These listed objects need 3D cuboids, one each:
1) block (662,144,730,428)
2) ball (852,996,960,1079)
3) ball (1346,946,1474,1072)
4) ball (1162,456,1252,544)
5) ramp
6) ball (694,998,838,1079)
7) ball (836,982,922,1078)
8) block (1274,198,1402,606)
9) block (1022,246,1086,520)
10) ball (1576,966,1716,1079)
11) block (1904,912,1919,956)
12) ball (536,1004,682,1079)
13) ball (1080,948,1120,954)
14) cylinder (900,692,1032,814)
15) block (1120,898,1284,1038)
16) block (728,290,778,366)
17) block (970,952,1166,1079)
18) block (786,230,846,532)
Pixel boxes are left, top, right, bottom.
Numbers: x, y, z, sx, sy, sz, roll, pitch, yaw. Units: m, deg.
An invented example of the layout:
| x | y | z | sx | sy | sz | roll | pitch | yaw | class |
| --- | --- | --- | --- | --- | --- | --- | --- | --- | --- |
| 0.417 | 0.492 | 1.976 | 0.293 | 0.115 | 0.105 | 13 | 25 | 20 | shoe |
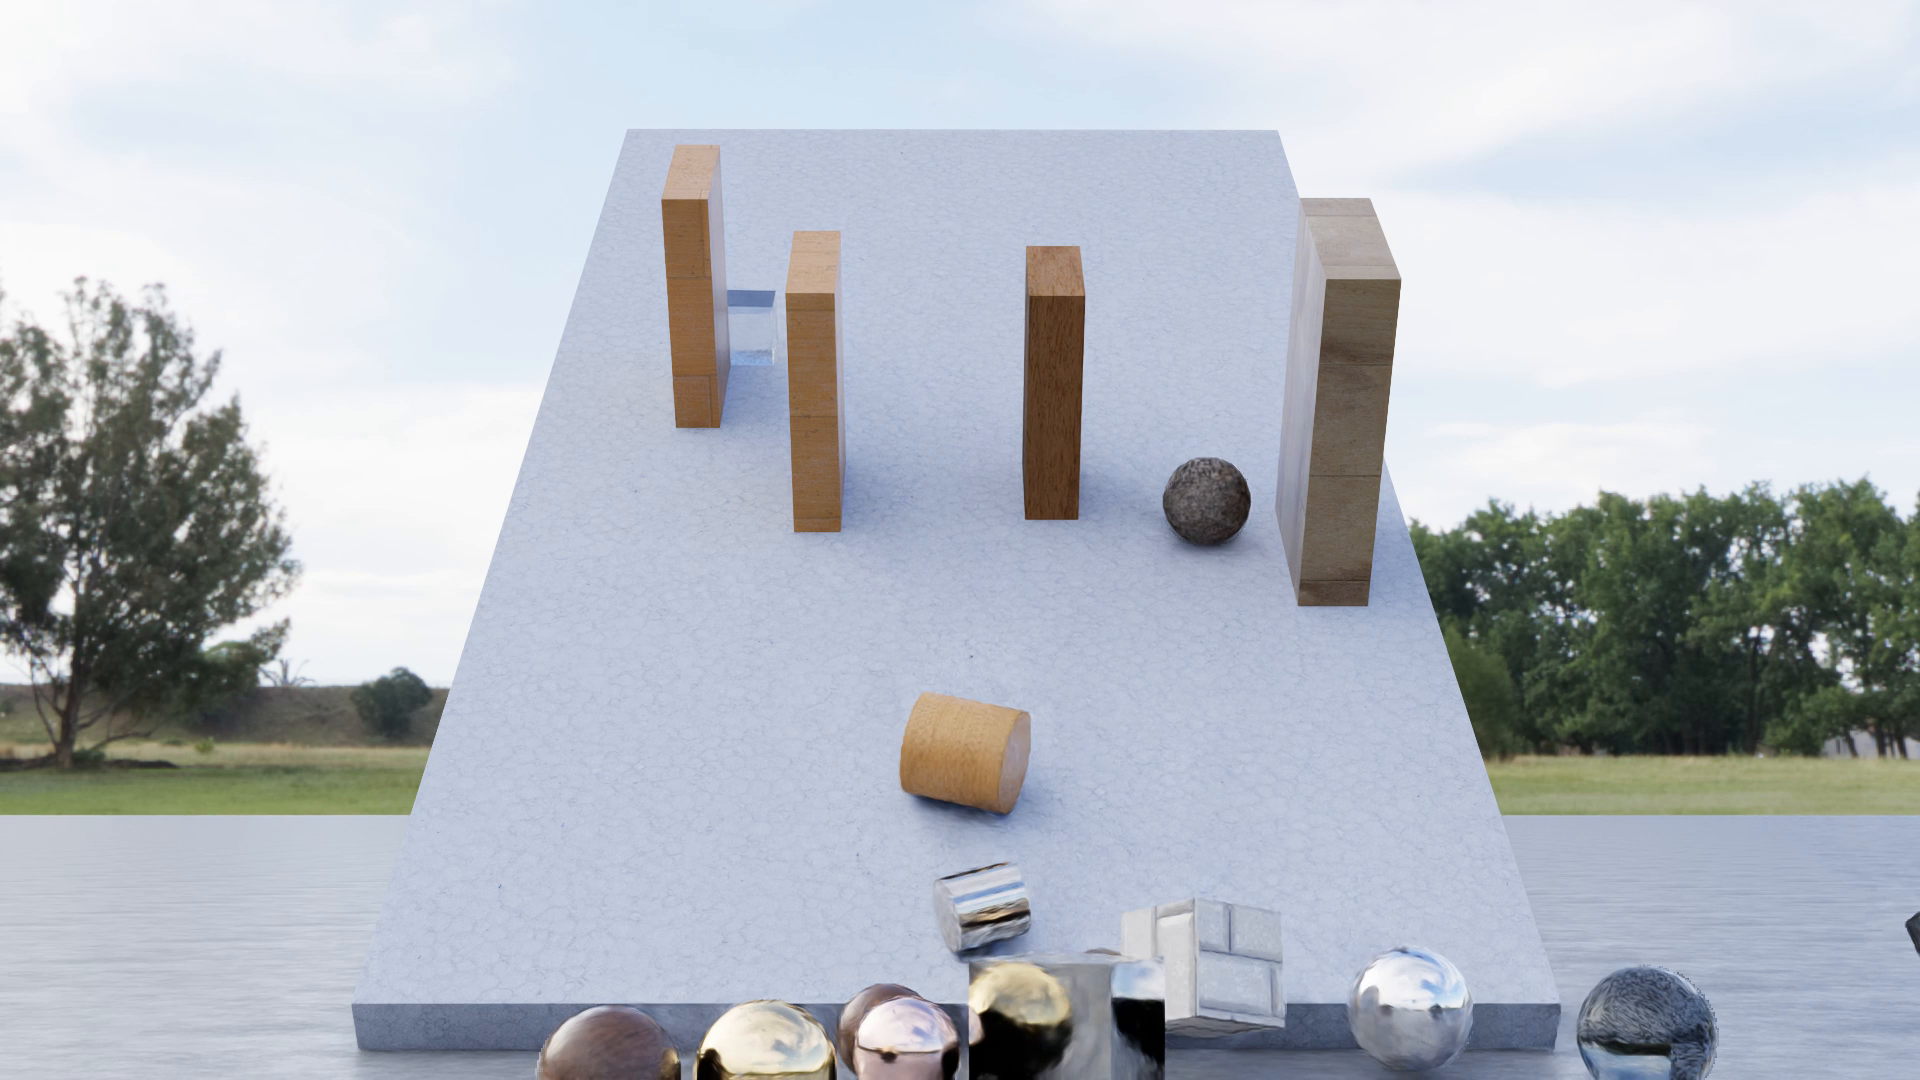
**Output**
| x | y | z | sx | sy | sz | roll | pitch | yaw | class |
| --- | --- | --- | --- | --- | --- | --- | --- | --- | --- |
| -0.622 | -0.602 | 5.749 | 0.105 | 0.581 | 0.335 | 0 | 30 | 0 | block |
| -0.070 | 0.672 | 3.184 | 0.144 | 0.144 | 0.144 | 0 | -6 | 0 | ball |
| 0.688 | 0.717 | 3.705 | 0.190 | 0.190 | 0.190 | 0 | -6 | 0 | ball |
| 0.537 | -0.085 | 5.263 | 0.190 | 0.190 | 0.190 | 0 | -6 | 0 | ball |
| -0.014 | -0.206 | 5.750 | 2.000 | 0.100 | 4.000 | 0 | 30 | 0 | ramp |
| -0.232 | 0.637 | 2.899 | 0.173 | 0.173 | 0.173 | 0 | -6 | 0 | ball |
| -0.107 | 0.718 | 3.515 | 0.147 | 0.147 | 0.147 | 0 | -6 | 0 | ball |
| 0.780 | -0.287 | 5.058 | 0.147 | 0.747 | 0.410 | 0 | 30 | 0 | block |
| 0.204 | -0.346 | 5.354 | 0.118 | 0.545 | 0.261 | 0 | 30 | 0 | block |
| 0.941 | 0.678 | 3.322 | 0.185 | 0.185 | 0.185 | 0 | -6 | 0 | ball |
| 2.148 | 0.851 | 5.186 | 0.151 | 0.151 | 0.151 | -16 | -23 | -4 | block |
| -0.412 | 0.633 | 2.851 | 0.169 | 0.169 | 0.169 | 0 | -6 | 0 | ball |
| 0.228 | 0.734 | 3.909 | 0.150 | 0.150 | 0.150 | 0 | -6 | 0 | ball |
| 0.012 | 0.390 | 4.451 | 0.191 | 0.191 | 0.191 | 10 | -3 | 16 | cylinder |
| 0.364 | 0.647 | 3.651 | 0.172 | 0.172 | 0.172 | 15 | -24 | -35 | block |
| -0.535 | -0.532 | 6.065 | 0.140 | 0.140 | 0.140 | 1 | 30 | 1 | block |
| 0.146 | 0.661 | 3.243 | 0.200 | 0.200 | 0.200 | -3 | -7 | 25 | block |
| -0.314 | -0.348 | 5.324 | 0.103 | 0.575 | 0.327 | 0 | 30 | 0 | block |
